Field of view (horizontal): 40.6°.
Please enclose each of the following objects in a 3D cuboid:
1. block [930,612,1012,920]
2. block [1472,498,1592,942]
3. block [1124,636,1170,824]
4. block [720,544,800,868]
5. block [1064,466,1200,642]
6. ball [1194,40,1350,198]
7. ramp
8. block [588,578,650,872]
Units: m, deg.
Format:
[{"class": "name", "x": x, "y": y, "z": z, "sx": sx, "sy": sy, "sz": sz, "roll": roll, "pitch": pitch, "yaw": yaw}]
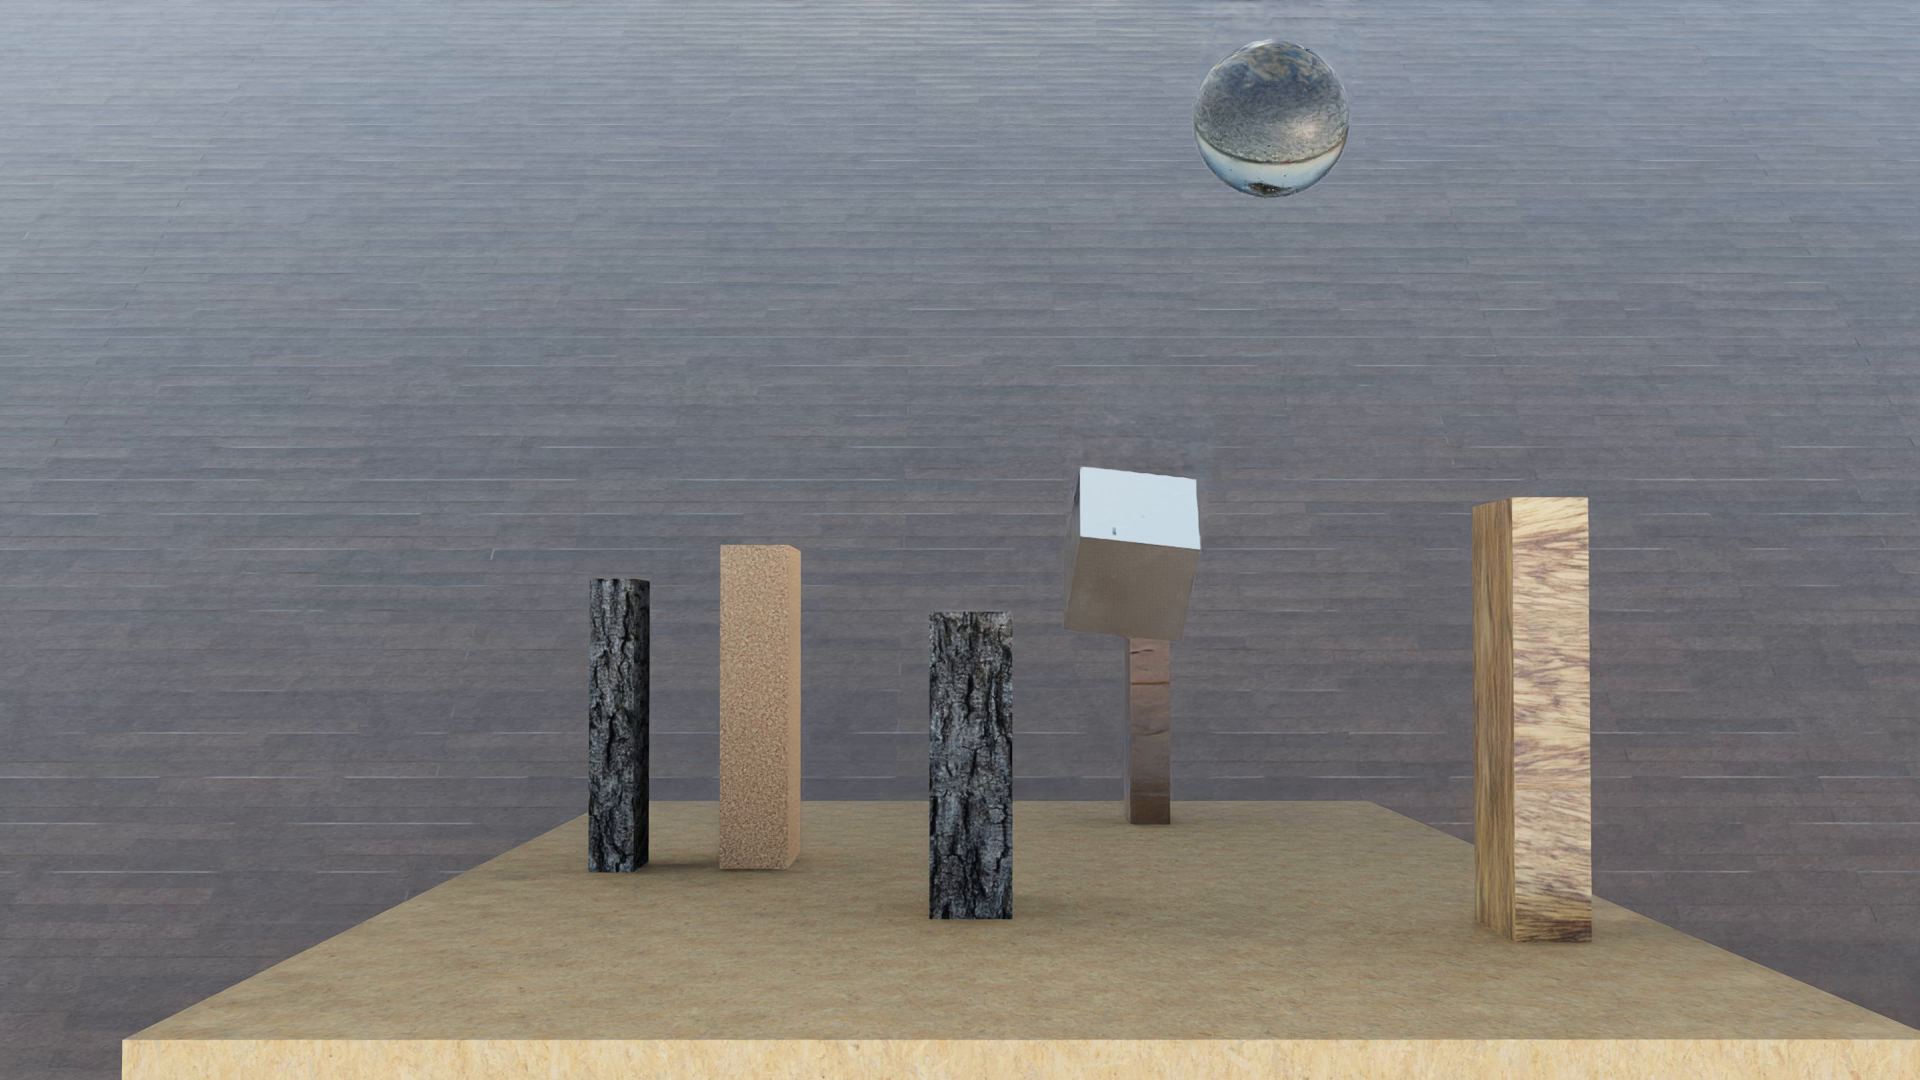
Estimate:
[{"class": "block", "x": 0.017, "y": 0.358, "z": 4.253, "sx": 0.130, "sy": 0.480, "sz": 0.383, "roll": 0, "pitch": -2, "yaw": 0}, {"class": "block", "x": 0.857, "y": 0.265, "z": 3.909, "sx": 0.110, "sy": 0.643, "sz": 0.296, "roll": 0, "pitch": -2, "yaw": 0}, {"class": "block", "x": 0.442, "y": 0.327, "z": 6.171, "sx": 0.092, "sy": 0.676, "sz": 0.242, "roll": 0, "pitch": -2, "yaw": 0}, {"class": "block", "x": -0.390, "y": 0.322, "z": 5.114, "sx": 0.129, "sy": 0.612, "sz": 0.386, "roll": 0, "pitch": -2, "yaw": 0}, {"class": "block", "x": 0.173, "y": 0.014, "z": 2.643, "sx": 0.119, "sy": 0.119, "sz": 0.119, "roll": 6, "pitch": 37, "yaw": -2}, {"class": "ball", "x": 0.259, "y": -0.350, "z": 2.162, "sx": 0.129, "sy": 0.129, "sz": 0.129, "roll": 0, "pitch": 35, "yaw": 0}, {"class": "ramp", "x": 0.078, "y": 0.669, "z": 4.856, "sx": 2.000, "sy": 0.100, "sz": 4.000, "roll": 0, "pitch": -2, "yaw": 0}, {"class": "block", "x": -0.650, "y": 0.350, "z": 4.965, "sx": 0.084, "sy": 0.547, "sz": 0.241, "roll": 0, "pitch": -2, "yaw": 0}]
